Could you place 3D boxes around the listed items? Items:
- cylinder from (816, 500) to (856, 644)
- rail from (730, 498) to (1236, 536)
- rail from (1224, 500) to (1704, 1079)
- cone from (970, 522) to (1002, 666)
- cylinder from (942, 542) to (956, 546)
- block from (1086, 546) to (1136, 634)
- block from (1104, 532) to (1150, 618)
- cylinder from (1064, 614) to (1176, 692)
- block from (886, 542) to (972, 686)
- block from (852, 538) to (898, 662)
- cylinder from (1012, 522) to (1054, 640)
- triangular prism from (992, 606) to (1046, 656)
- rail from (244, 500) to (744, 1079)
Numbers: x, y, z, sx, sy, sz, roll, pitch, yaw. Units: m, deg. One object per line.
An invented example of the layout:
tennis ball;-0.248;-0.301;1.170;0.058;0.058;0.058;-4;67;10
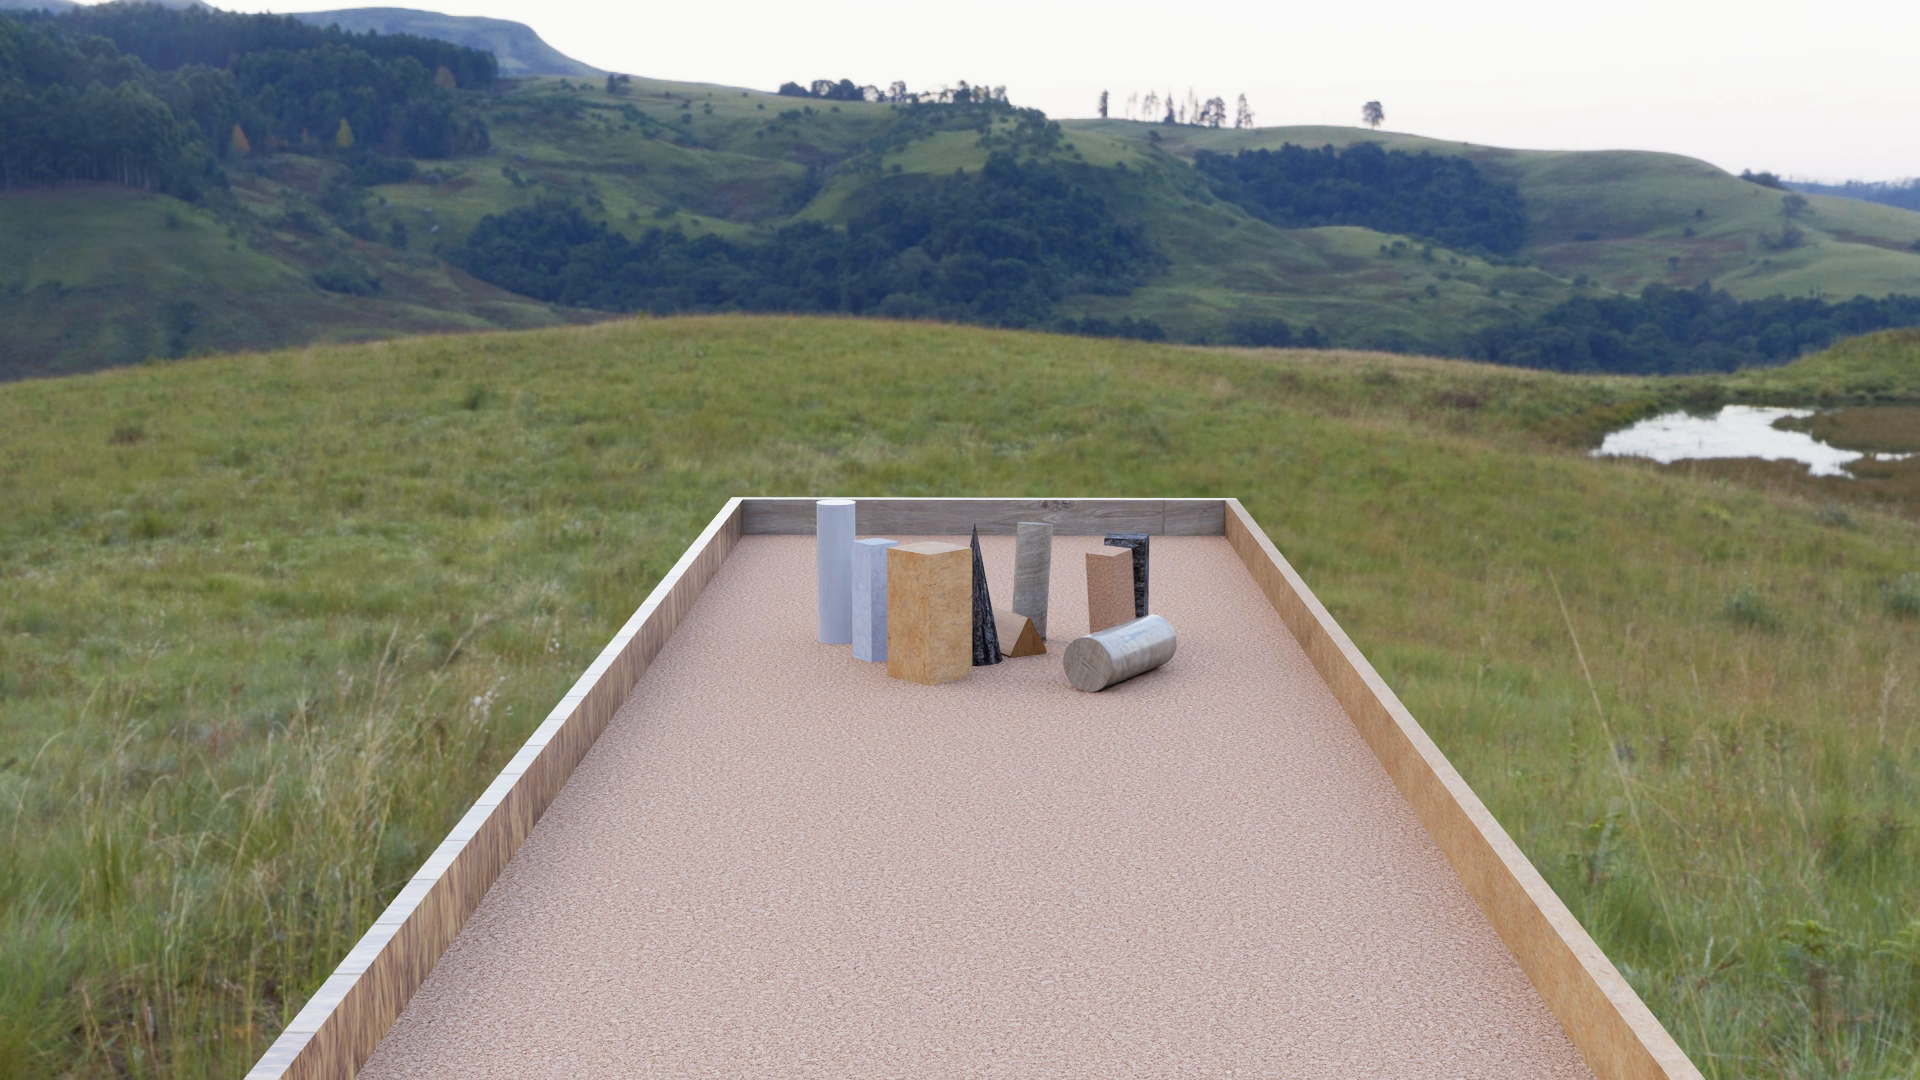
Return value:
cylinder;-0.391;0.100;6.963;0.122;0.443;0.122;0;9;0
rail;0.099;-0.098;9.147;2.100;0.150;0.050;0;9;1
rail;1.046;0.843;3.208;0.050;0.150;12.000;0;9;1
cone;0.045;0.155;6.665;0.169;0.427;0.169;0;9;0
cylinder;-0.070;0.170;6.946;0.115;0.310;0.115;0;9;0
block;0.462;0.193;6.700;0.101;0.332;0.101;7;18;39
block;0.523;0.158;6.918;0.127;0.344;0.127;2;9;11
cylinder;0.471;0.328;6.430;0.158;0.158;0.407;6;11;32
block;-0.089;0.212;6.448;0.176;0.383;0.176;-9;13;-44
block;-0.258;0.182;6.707;0.101;0.361;0.101;-7;11;-37
cylinder;0.227;0.131;6.980;0.114;0.367;0.114;3;4;0
triangular prism;0.120;0.271;6.907;0.134;0.116;0.360;-5;10;-30
rail;-1.004;0.839;3.234;0.050;0.150;12.000;0;9;1
